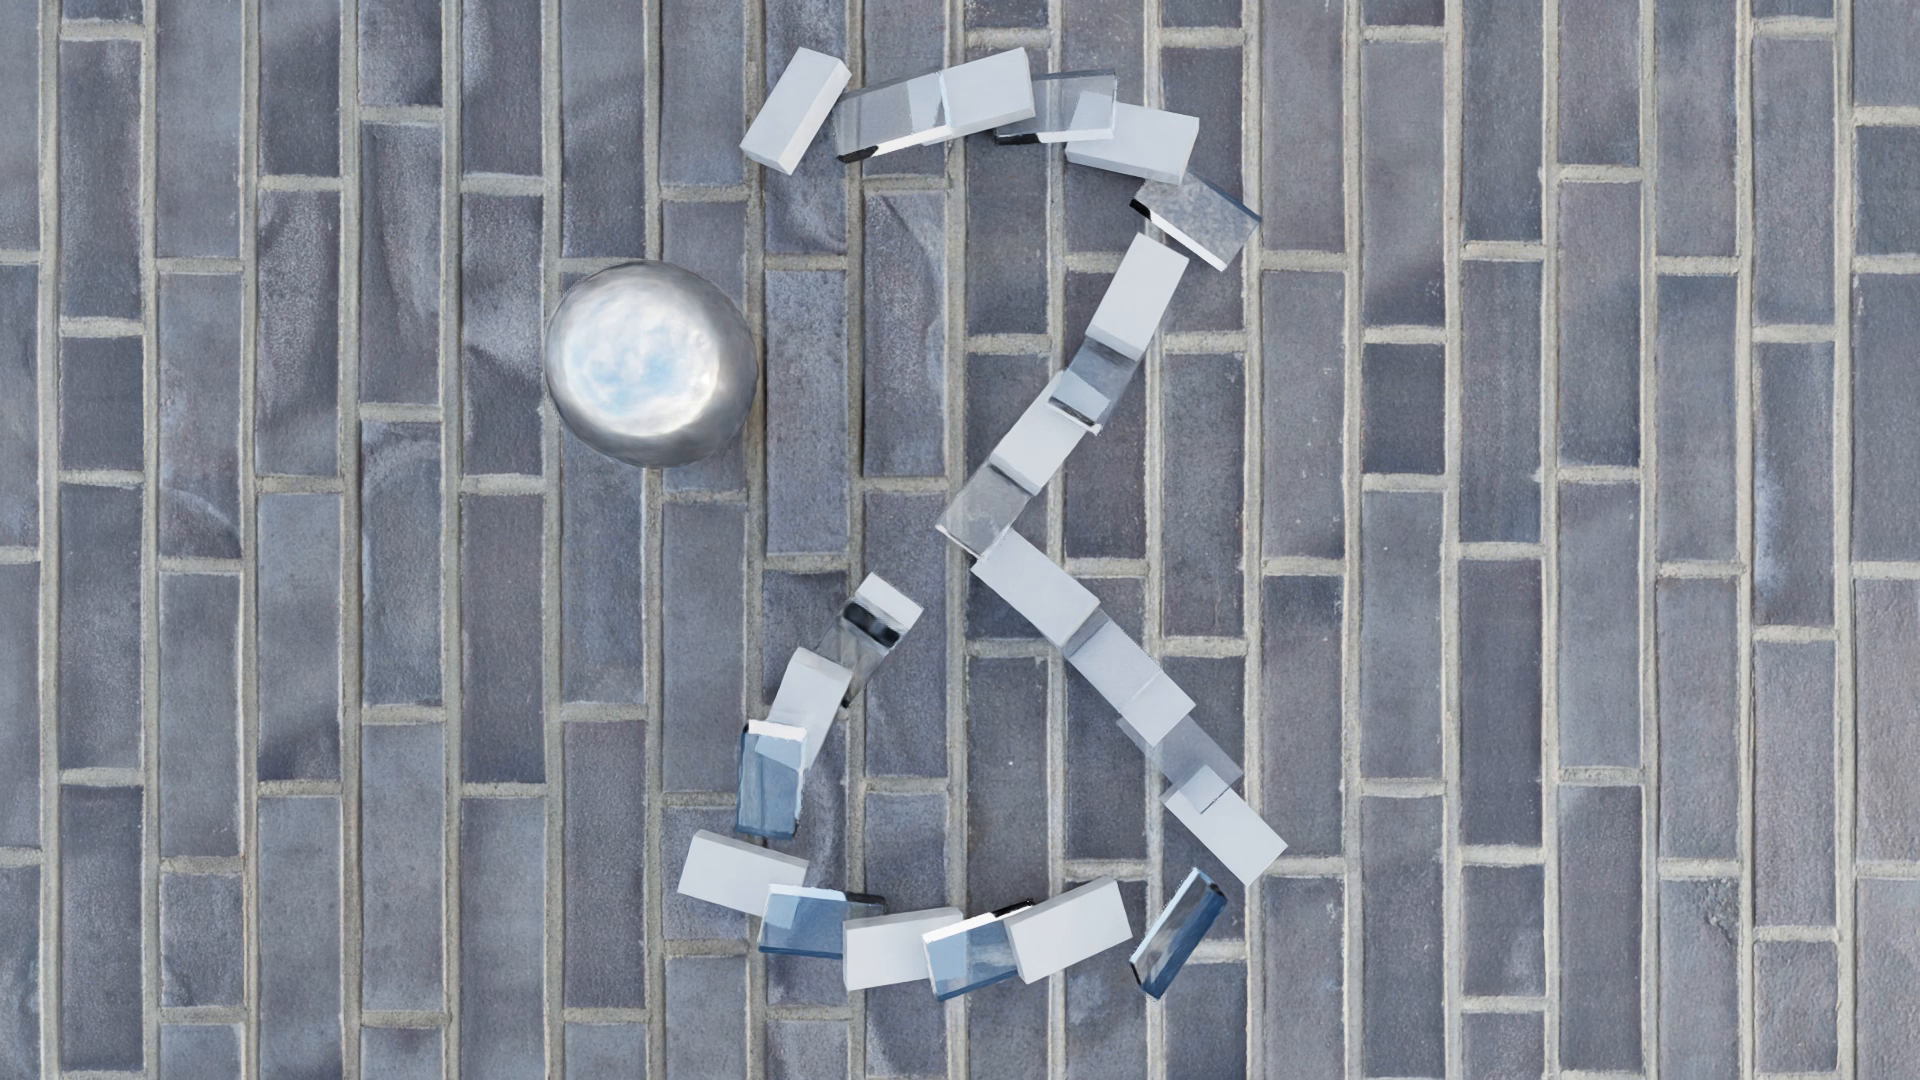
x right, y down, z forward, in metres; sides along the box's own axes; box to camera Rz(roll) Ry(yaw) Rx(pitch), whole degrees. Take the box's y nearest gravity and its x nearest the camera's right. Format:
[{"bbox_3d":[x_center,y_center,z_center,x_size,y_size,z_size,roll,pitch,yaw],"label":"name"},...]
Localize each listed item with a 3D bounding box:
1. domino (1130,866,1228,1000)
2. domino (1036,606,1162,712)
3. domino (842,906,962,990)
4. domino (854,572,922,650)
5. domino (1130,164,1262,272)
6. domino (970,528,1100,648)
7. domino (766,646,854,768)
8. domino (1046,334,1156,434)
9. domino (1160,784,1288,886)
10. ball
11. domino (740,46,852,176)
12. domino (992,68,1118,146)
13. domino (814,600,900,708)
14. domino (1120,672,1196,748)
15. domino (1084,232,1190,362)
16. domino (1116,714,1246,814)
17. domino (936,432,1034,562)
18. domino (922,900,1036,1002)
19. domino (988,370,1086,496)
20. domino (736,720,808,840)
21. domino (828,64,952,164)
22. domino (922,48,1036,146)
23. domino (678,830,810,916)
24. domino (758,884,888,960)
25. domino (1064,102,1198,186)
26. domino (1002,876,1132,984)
[{"bbox_3d":[0.092,0.166,0.387,0.009,0.025,0.050,35,90,1],"label":"domino"},{"bbox_3d":[0.058,0.045,0.384,0.025,0.009,0.050,-45,70,0],"label":"domino"},{"bbox_3d":[-0.024,0.172,0.388,0.050,0.009,0.025,-1,90,-17],"label":"domino"},{"bbox_3d":[-0.032,0.030,0.375,0.025,0.050,0.009,36,70,0],"label":"domino"},{"bbox_3d":[0.101,-0.142,0.395,0.050,0.010,0.025,36,90,0],"label":"domino"},{"bbox_3d":[0.032,0.019,0.387,0.050,0.009,0.025,40,90,20],"label":"domino"},{"bbox_3d":[-0.065,0.071,0.384,0.025,0.009,0.050,25,119,0],"label":"domino"},{"bbox_3d":[0.060,-0.072,0.388,0.025,0.009,0.050,31,72,0],"label":"domino"},{"bbox_3d":[0.113,0.121,0.395,0.050,0.010,0.025,45,90,0],"label":"domino"},{"bbox_3d":[-0.120,-0.068,0.360,0.080,0.080,0.080,0,90,0],"label":"ball"},{"bbox_3d":[-0.070,-0.183,0.390,0.025,0.010,0.050,31,90,28],"label":"domino"},{"bbox_3d":[0.040,-0.183,0.388,0.050,0.010,0.025,4,90,17],"label":"domino"},{"bbox_3d":[-0.046,0.048,0.379,0.025,0.009,0.050,36,134,0],"label":"domino"},{"bbox_3d":[0.072,0.060,0.388,0.025,0.010,0.050,-44,74,0],"label":"domino"},{"bbox_3d":[0.075,-0.103,0.388,0.025,0.010,0.050,28,73,0],"label":"domino"},{"bbox_3d":[0.093,0.088,0.389,0.025,0.010,0.050,-43,75,0],"label":"domino"},{"bbox_3d":[0.015,-0.018,0.389,0.025,0.010,0.050,36,78,7],"label":"domino"},{"bbox_3d":[0.011,0.174,0.388,0.050,0.009,0.025,-11,90,-17],"label":"domino"},{"bbox_3d":[0.037,-0.046,0.387,0.025,0.009,0.050,38,70,2],"label":"domino"},{"bbox_3d":[-0.080,0.102,0.387,0.025,0.009,0.050,9,110,1],"label":"domino"},{"bbox_3d":[-0.030,-0.180,0.389,0.050,0.010,0.025,-9,90,16],"label":"domino"},{"bbox_3d":[0.005,-0.187,0.388,0.050,0.009,0.025,-8,90,17],"label":"domino"},{"bbox_3d":[-0.093,0.145,0.395,0.050,0.009,0.025,16,90,0],"label":"domino"},{"bbox_3d":[-0.058,0.163,0.389,0.050,0.009,0.025,12,90,-15],"label":"domino"},{"bbox_3d":[0.073,-0.170,0.389,0.050,0.010,0.025,19,90,15],"label":"domino"},{"bbox_3d":[0.046,0.165,0.389,0.050,0.009,0.025,-16,90,-16],"label":"domino"}]
